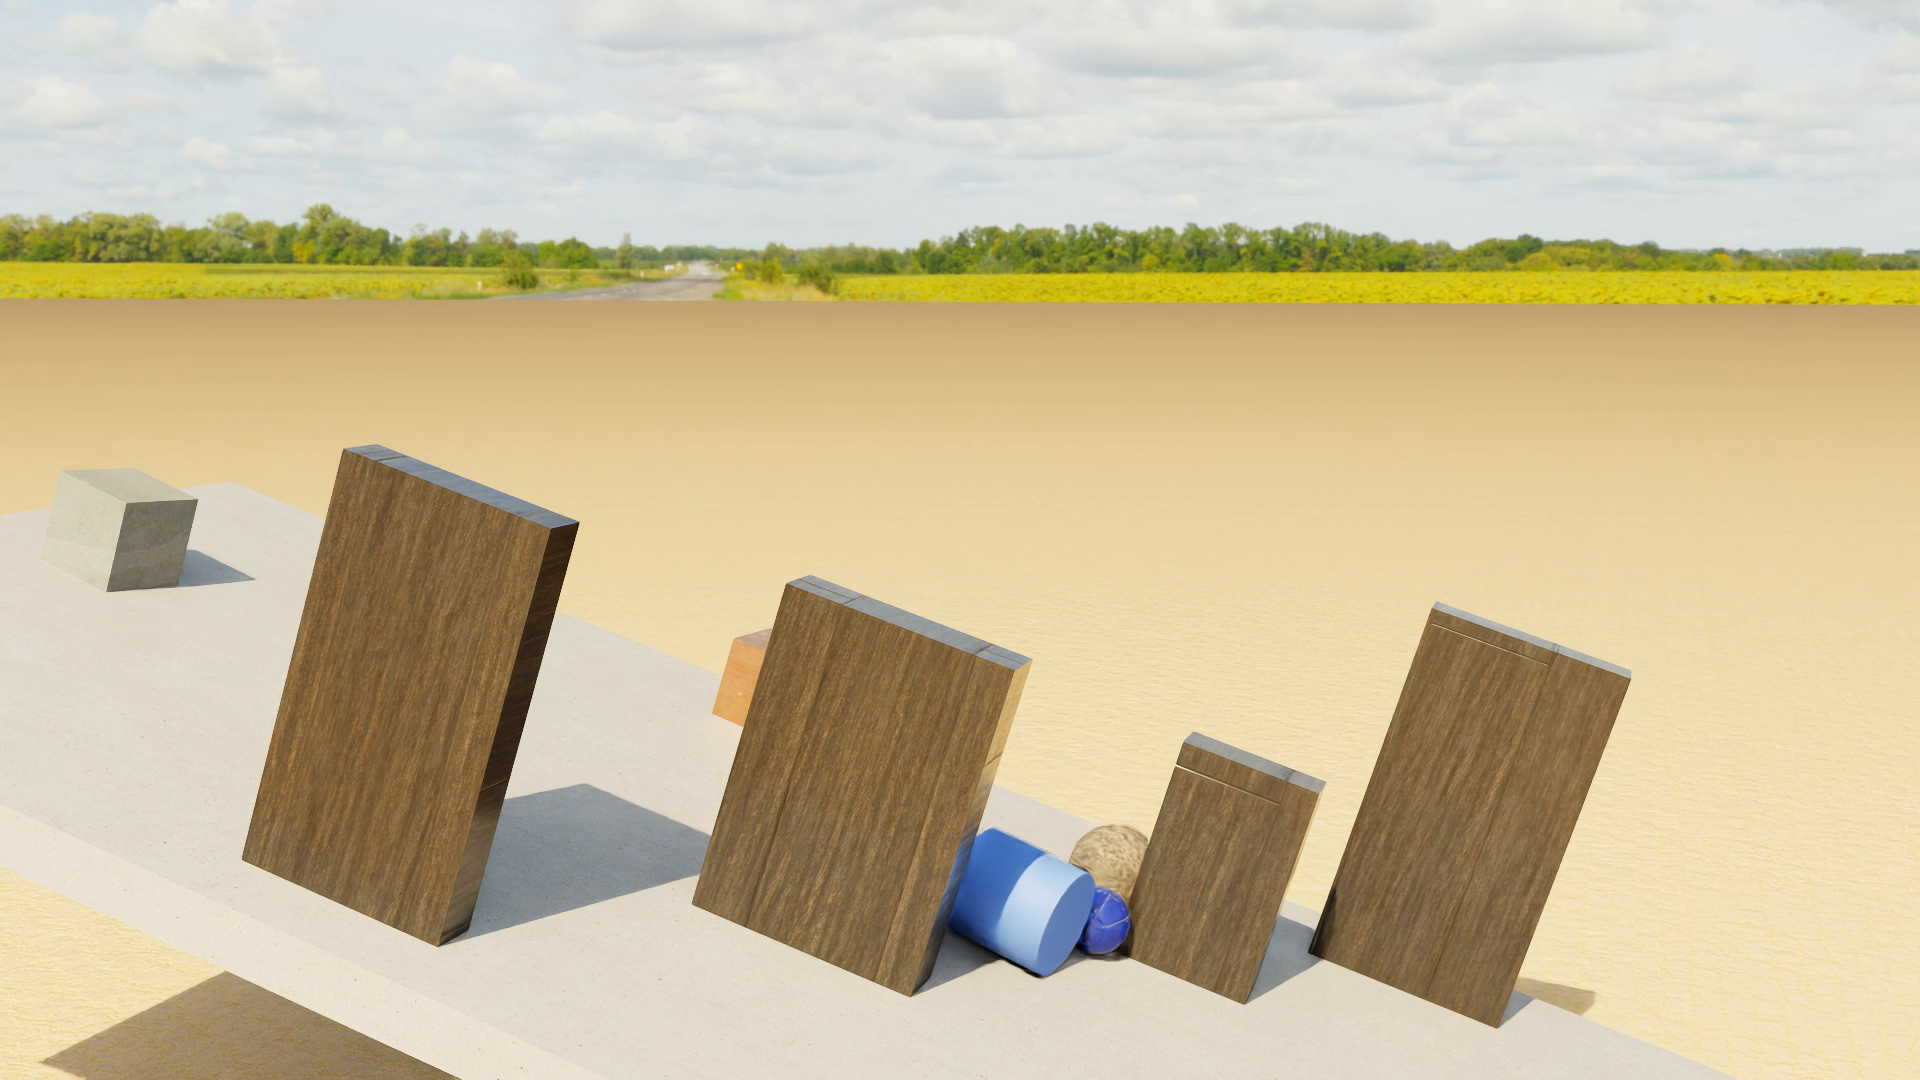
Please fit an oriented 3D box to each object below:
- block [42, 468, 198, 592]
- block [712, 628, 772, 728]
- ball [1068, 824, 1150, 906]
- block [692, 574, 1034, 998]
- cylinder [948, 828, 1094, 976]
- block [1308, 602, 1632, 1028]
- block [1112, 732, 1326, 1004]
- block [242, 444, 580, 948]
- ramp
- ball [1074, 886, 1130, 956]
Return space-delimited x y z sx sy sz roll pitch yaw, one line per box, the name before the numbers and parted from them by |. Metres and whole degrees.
block | -1.792 -0.024 4.690 0.199 0.199 0.199 22 13 23
block | -0.423 0.332 5.045 0.185 0.185 0.185 21 12 18
ball | 0.316 0.678 4.493 0.191 0.191 0.191 0 7 0
block | -0.177 0.430 3.878 0.433 0.618 0.117 20 12 14
cylinder | 0.111 0.681 4.144 0.208 0.208 0.208 23 16 25
block | 1.055 0.571 4.579 0.416 0.787 0.102 20 12 14
block | 0.507 0.640 4.304 0.277 0.450 0.104 20 12 14
block | -0.879 0.245 3.498 0.374 0.708 0.097 20 12 14
ramp | -0.359 0.681 4.227 4.000 0.100 2.000 20 12 14
ball | 0.265 0.740 4.278 0.134 0.134 0.134 0 7 0
